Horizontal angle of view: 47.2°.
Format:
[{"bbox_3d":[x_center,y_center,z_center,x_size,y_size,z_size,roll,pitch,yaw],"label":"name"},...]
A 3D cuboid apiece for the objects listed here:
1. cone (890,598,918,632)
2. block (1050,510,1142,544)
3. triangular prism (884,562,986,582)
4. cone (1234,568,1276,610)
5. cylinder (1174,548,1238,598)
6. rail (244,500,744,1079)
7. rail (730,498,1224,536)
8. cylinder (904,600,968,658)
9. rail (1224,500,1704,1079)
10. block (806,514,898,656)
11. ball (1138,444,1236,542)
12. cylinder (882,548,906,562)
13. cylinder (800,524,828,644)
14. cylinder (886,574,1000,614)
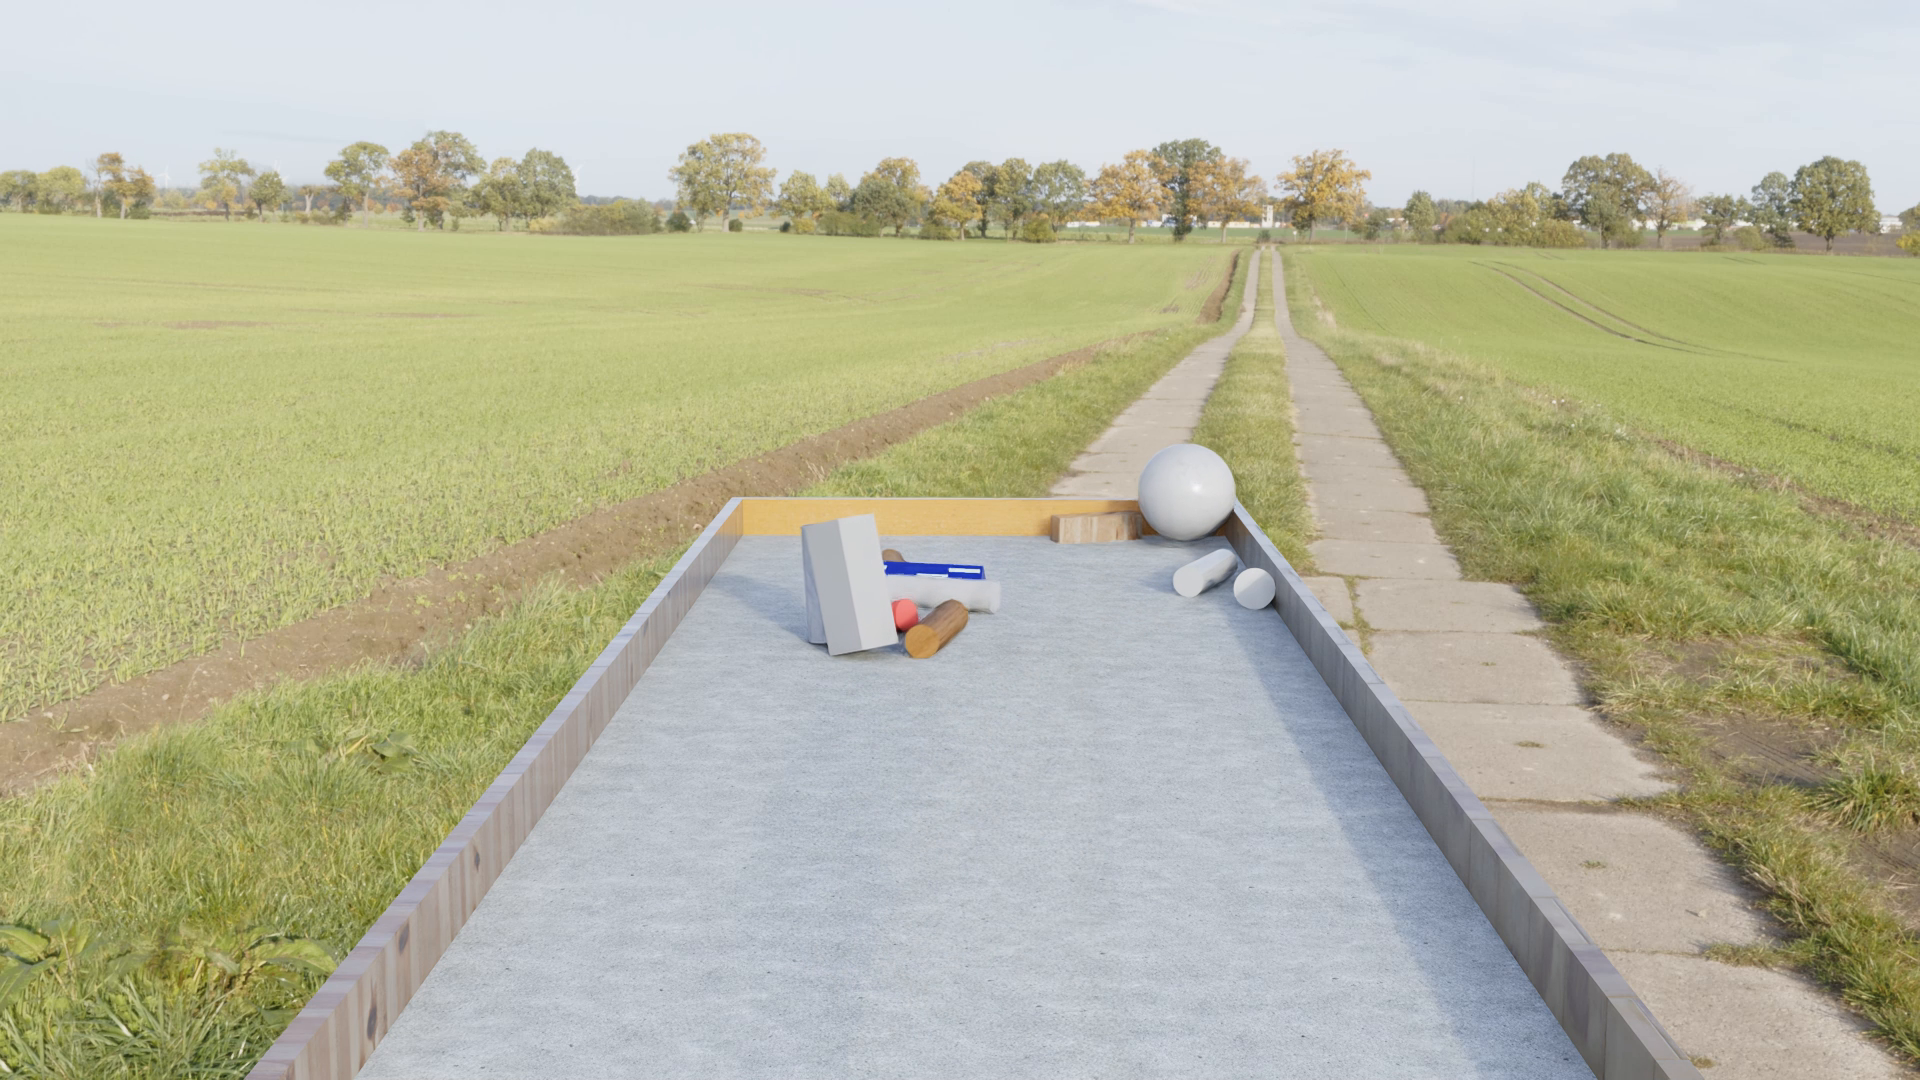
[{"bbox_3d":[-0.327,0.255,7.221,0.386,0.113,0.113,-4,5,37],"label":"cone"},{"bbox_3d":[0.558,-0.053,9.012,0.361,0.105,0.105,-3,9,-18],"label":"block"},{"bbox_3d":[-0.141,0.142,7.682,0.458,0.127,0.147,2,9,15],"label":"triangular prism"},{"bbox_3d":[1.044,0.175,7.686,0.142,0.142,0.351,2,-2,12],"label":"cone"},{"bbox_3d":[0.886,0.117,7.914,0.112,0.112,0.404,4,10,24],"label":"cylinder"},{"bbox_3d":[-1.004,0.839,3.234,0.050,0.150,12.000,0,9,1],"label":"rail"},{"bbox_3d":[0.099,-0.098,9.147,2.100,0.150,0.050,0,9,1],"label":"rail"},{"bbox_3d":[-0.071,0.278,6.914,0.107,0.107,0.425,2,9,12],"label":"cylinder"},{"bbox_3d":[1.046,0.843,3.208,0.050,0.150,12.000,0,9,1],"label":"rail"},{"bbox_3d":[-0.333,0.138,6.763,0.152,0.406,0.152,-12,-2,44],"label":"block"},{"bbox_3d":[0.909,-0.190,8.831,0.394,0.394,0.394,0,9,0],"label":"ball"},{"bbox_3d":[-0.242,0.112,7.947,0.112,0.112,0.312,-1,9,-6],"label":"cylinder"},{"bbox_3d":[-0.412,0.134,6.952,0.159,0.367,0.159,-4,5,0],"label":"cylinder"},{"bbox_3d":[-0.076,0.184,7.510,0.418,0.107,0.107,4,10,21],"label":"cylinder"}]
